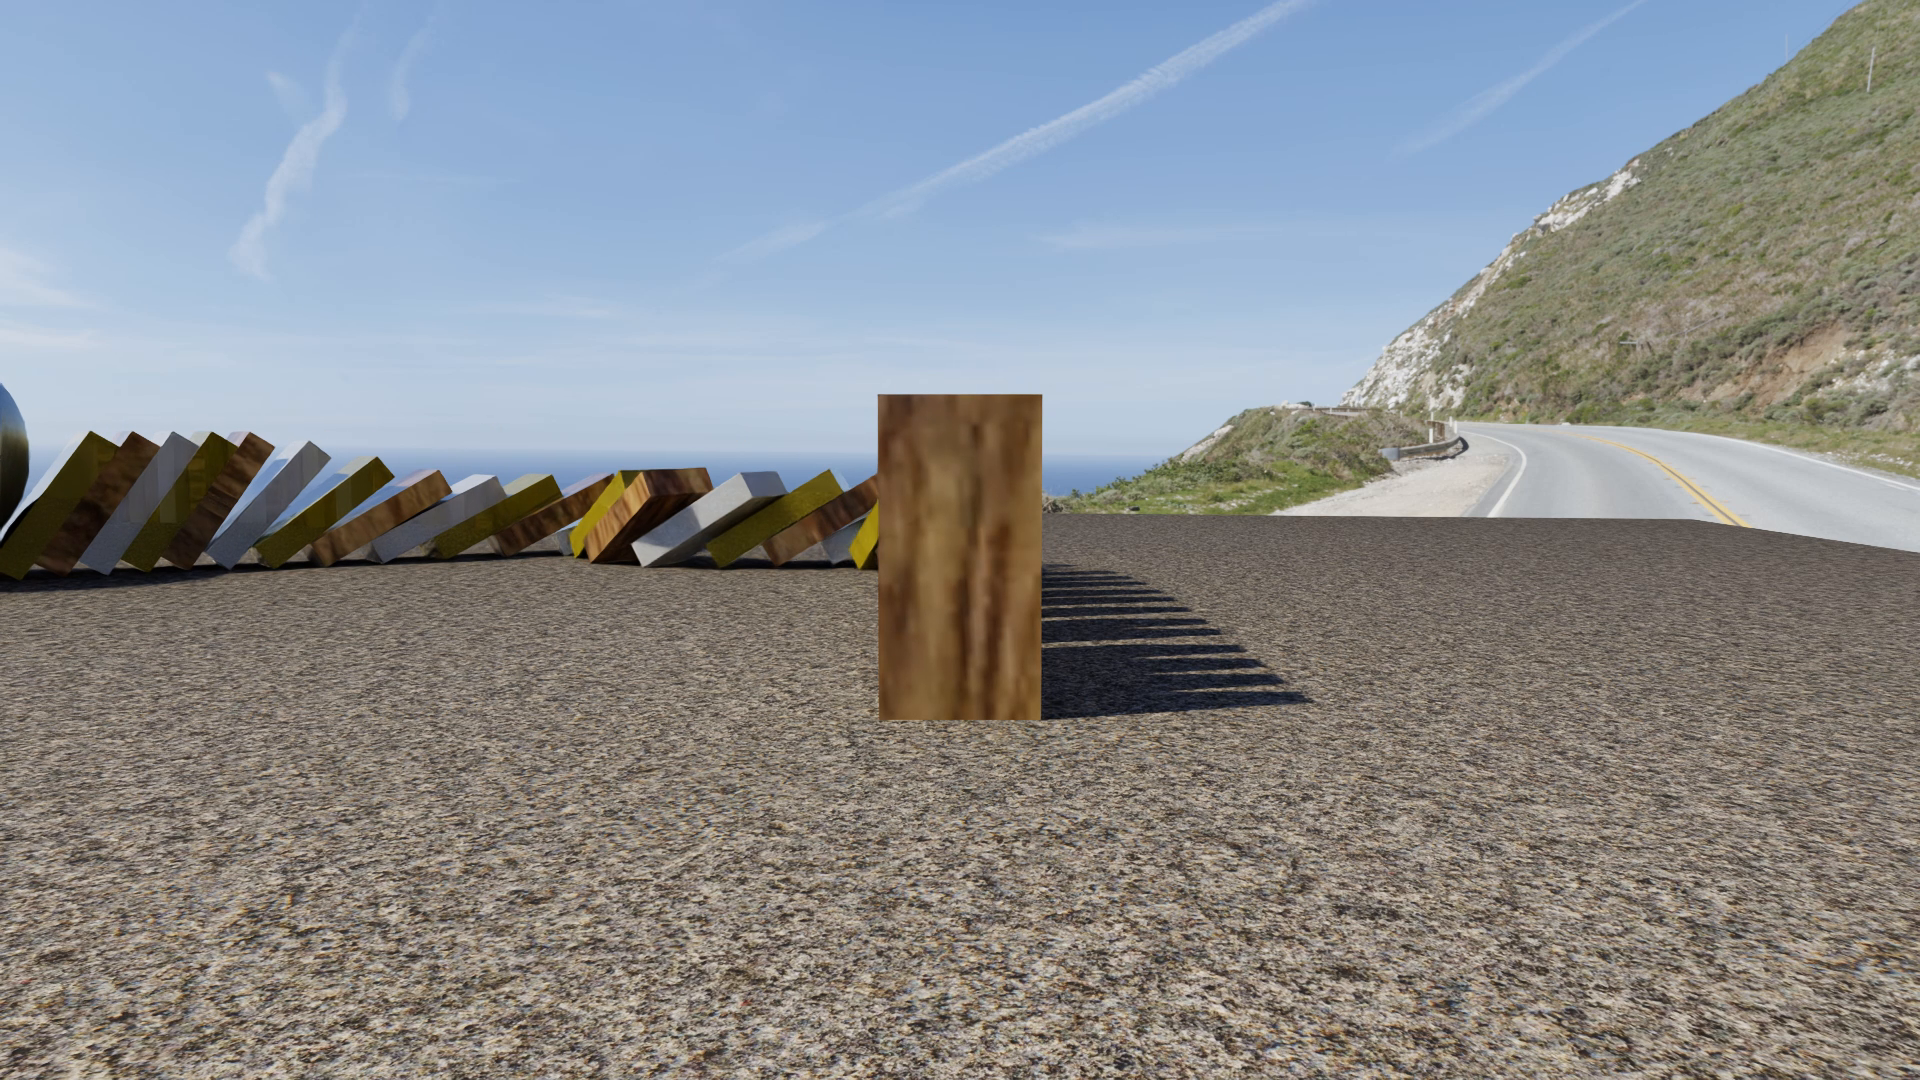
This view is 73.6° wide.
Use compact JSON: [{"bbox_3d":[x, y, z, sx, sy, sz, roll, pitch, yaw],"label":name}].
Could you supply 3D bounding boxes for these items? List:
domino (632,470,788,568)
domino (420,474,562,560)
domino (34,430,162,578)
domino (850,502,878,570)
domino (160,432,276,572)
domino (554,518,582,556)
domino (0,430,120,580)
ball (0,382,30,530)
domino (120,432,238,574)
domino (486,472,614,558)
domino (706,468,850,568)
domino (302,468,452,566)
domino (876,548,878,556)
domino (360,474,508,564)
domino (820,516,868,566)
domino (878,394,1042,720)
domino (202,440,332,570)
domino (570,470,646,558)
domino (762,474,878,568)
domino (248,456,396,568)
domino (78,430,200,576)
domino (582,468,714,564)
[{"bbox_3d":[-0.087,-0.007,0.445,0.050,0.009,0.025,-30,-7,20],"label":"domino"},{"bbox_3d":[-0.180,-0.010,0.491,0.050,0.010,0.025,-35,24,-32],"label":"domino"},{"bbox_3d":[-0.284,-0.012,0.420,0.025,0.050,0.009,5,-28,48],"label":"domino"},{"bbox_3d":[-0.015,-0.010,0.426,0.025,0.009,0.050,-3,-38,-36],"label":"domino"},{"bbox_3d":[-0.259,-0.014,0.444,0.025,0.050,0.009,5,-28,48],"label":"domino"},{"bbox_3d":[-0.134,-0.008,0.505,0.050,0.010,0.025,-21,11,-19],"label":"domino"},{"bbox_3d":[-0.293,-0.012,0.412,0.025,0.050,0.010,5,-28,48],"label":"domino"},{"bbox_3d":[-0.331,-0.027,0.388,0.080,0.080,0.080,0,4,0],"label":"ball"},{"bbox_3d":[-0.268,-0.014,0.436,0.025,0.050,0.009,5,-28,48],"label":"domino"},{"bbox_3d":[-0.158,-0.010,0.499,0.050,0.009,0.025,-32,19,-25],"label":"domino"},{"bbox_3d":[-0.063,-0.008,0.450,0.050,0.009,0.025,-31,3,3],"label":"domino"},{"bbox_3d":[-0.212,-0.009,0.463,0.050,0.009,0.025,-39,26,-30],"label":"domino"},{"bbox_3d":[-0.006,-0.009,0.413,0.025,0.009,0.050,-3,-39,-33],"label":"domino"},{"bbox_3d":[-0.197,-0.009,0.477,0.050,0.009,0.025,-35,24,-32],"label":"domino"},{"bbox_3d":[-0.025,-0.007,0.454,0.050,0.010,0.025,-27,4,-2],"label":"domino"},{"bbox_3d":[0.000,0.002,0.201,0.025,0.050,0.010,0,4,0],"label":"domino"},{"bbox_3d":[-0.244,-0.013,0.449,0.025,0.050,0.009,5,-35,51],"label":"domino"},{"bbox_3d":[-0.121,-0.009,0.468,0.025,0.009,0.050,-4,-25,-41],"label":"domino"},{"bbox_3d":[-0.044,-0.009,0.450,0.050,0.009,0.025,-31,4,2],"label":"domino"},{"bbox_3d":[-0.227,-0.011,0.454,0.025,0.009,0.050,5,44,51],"label":"domino"},{"bbox_3d":[-0.276,-0.013,0.428,0.025,0.050,0.009,5,-28,48],"label":"domino"},{"bbox_3d":[-0.110,-0.008,0.449,0.025,0.009,0.050,-8,-22,-44],"label":"domino"}]
